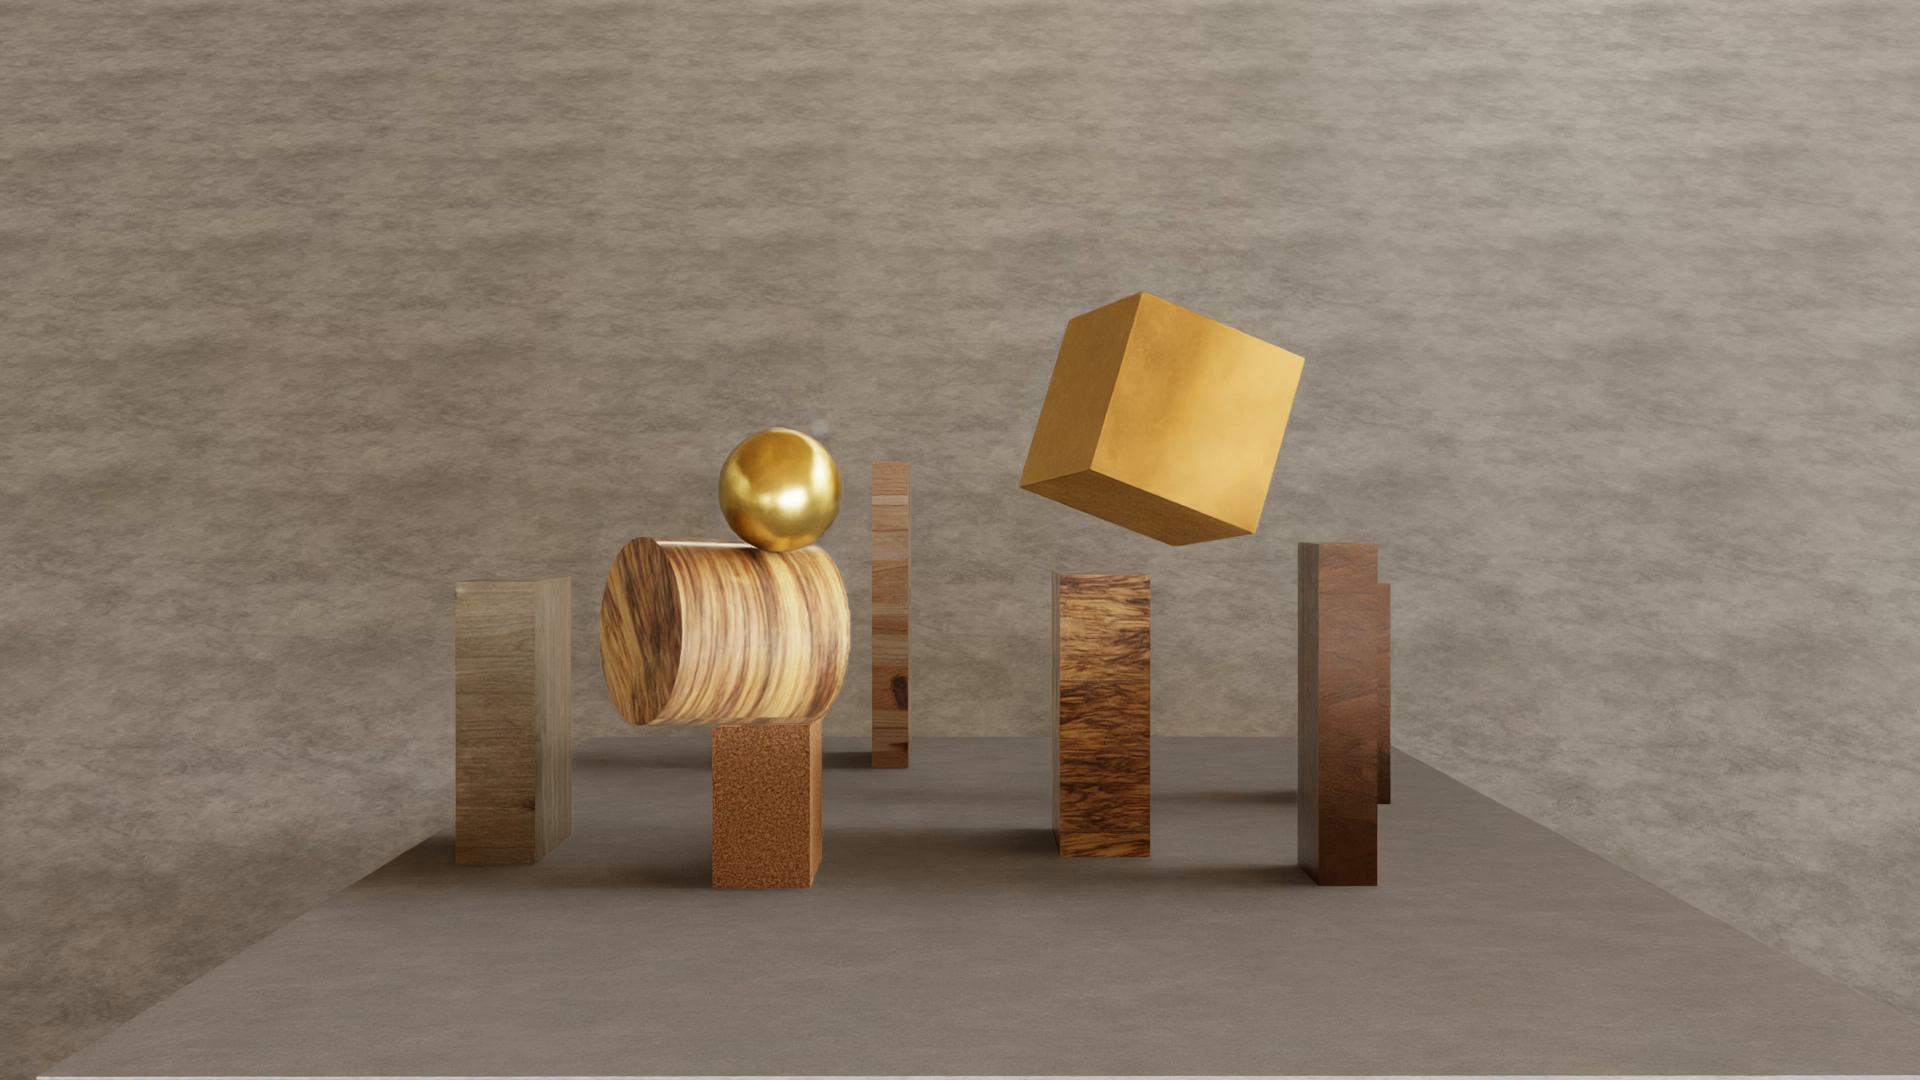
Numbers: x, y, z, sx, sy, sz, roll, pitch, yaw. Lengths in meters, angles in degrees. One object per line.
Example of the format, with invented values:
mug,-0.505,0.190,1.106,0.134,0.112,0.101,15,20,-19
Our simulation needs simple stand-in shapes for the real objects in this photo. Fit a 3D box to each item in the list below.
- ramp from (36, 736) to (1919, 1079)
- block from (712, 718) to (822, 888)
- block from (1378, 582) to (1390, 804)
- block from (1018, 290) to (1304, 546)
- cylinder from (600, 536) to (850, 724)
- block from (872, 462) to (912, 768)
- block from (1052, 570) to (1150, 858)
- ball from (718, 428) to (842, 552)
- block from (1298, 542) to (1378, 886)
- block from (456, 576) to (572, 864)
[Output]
ramp,0.064,0.573,4.616,2.000,0.100,4.000,0,1,0
block,-0.303,0.317,4.102,0.149,0.422,0.340,0,1,0
block,0.779,0.301,5.194,0.133,0.432,0.244,0,1,0
block,0.209,-0.122,2.704,0.192,0.192,0.192,20,-11,-18
cylinder,-0.226,0.088,2.477,0.177,0.177,0.177,2,24,-33
block,-0.157,0.166,5.996,0.081,0.688,0.422,0,1,0
block,0.241,0.290,4.481,0.150,0.468,0.390,0,1,0
ball,-0.170,-0.047,2.435,0.117,0.117,0.117,0,28,0
block,0.593,0.267,4.074,0.090,0.523,0.245,0,1,0
block,-0.756,0.296,4.398,0.129,0.460,0.394,0,1,0
